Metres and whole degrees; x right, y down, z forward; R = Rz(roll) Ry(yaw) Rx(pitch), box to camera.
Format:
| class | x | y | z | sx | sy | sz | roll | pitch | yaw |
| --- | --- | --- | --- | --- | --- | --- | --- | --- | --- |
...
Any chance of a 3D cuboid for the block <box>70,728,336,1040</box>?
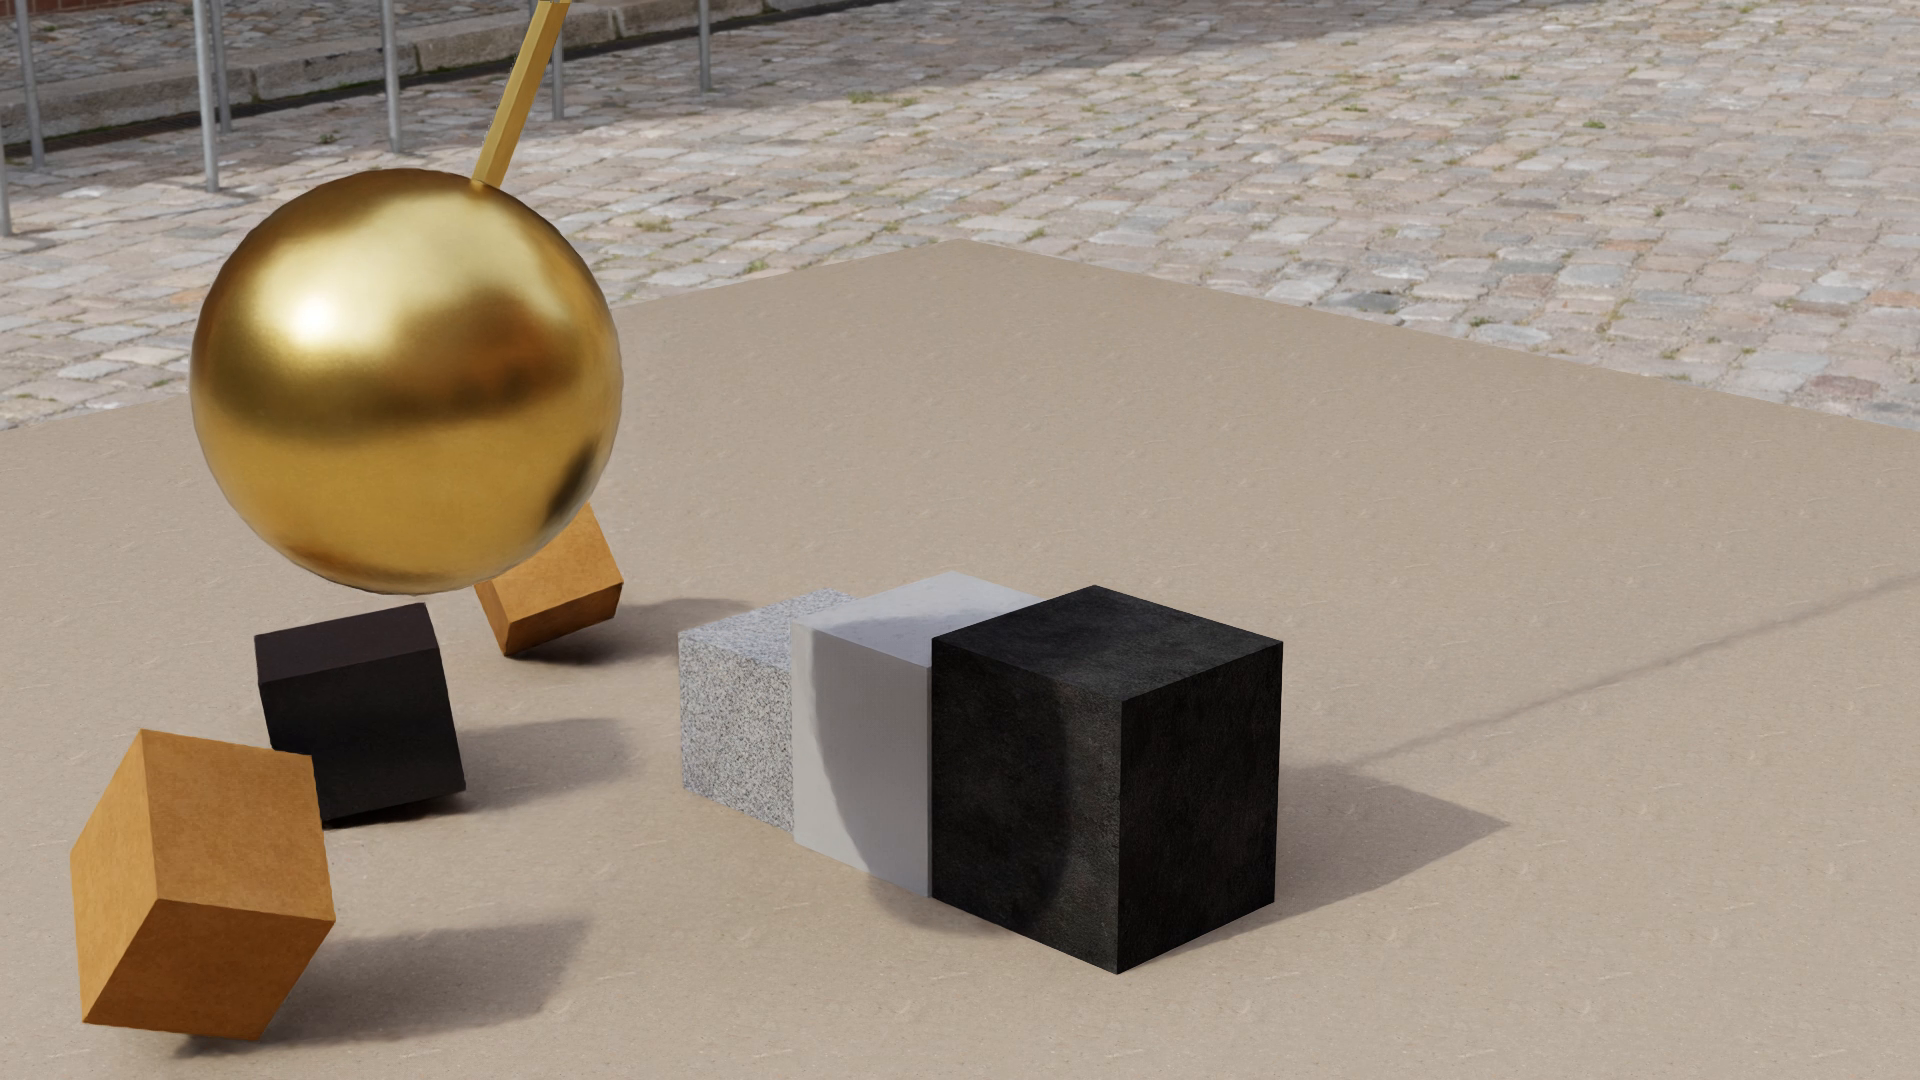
| class | x | y | z | sx | sy | sz | roll | pitch | yaw |
| --- | --- | --- | --- | --- | --- | --- | --- | --- | --- |
| block | -3.037 | 1.383 | 11.708 | 0.718 | 0.807 | 0.842 | 13 | 40 | -33 |

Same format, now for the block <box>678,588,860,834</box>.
| class | x | y | z | sx | sy | sz | roll | pitch | yaw |
| --- | --- | --- | --- | --- | --- | --- | --- | --- | --- |
| block | -0.709 | 0.825 | 14.368 | 0.982 | 0.811 | 0.879 | -17 | 24 | -42 |

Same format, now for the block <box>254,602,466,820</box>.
| class | x | y | z | sx | sy | sz | roll | pitch | yaw |
| --- | --- | --- | --- | --- | --- | --- | --- | --- | --- |
| block | -2.922 | 0.835 | 14.239 | 0.848 | 0.729 | 0.827 | -11 | 17 | -12 |

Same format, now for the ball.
| class | x | y | z | sx | sy | sz | roll | pitch | yaw |
| --- | --- | --- | --- | --- | --- | --- | --- | --- | --- |
| ball | -2.065 | -0.589 | 10.992 | 1.600 | 1.600 | 1.600 | 0 | 17 | 0 |

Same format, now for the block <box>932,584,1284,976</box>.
| class | x | y | z | sx | sy | sz | roll | pitch | yaw |
| --- | --- | --- | --- | --- | --- | --- | --- | --- | --- |
| block | 0.644 | 1.028 | 13.008 | 1.054 | 1.239 | 1.119 | -17 | 24 | -42 |

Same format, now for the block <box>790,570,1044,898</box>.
| class | x | y | z | sx | sy | sz | roll | pitch | yaw |
| --- | --- | --- | --- | --- | --- | --- | --- | --- | --- |
| block | -0.091 | 0.881 | 13.702 | 1.054 | 1.104 | 0.898 | -17 | 24 | -42 |

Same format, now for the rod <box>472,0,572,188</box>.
| class | x | y | z | sx | sy | sz | roll | pitch | yaw |
| --- | --- | --- | --- | --- | --- | --- | --- | --- | --- |
| rod | -0.895 | -3.774 | 11.218 | 0.080 | 5.200 | 0.080 | 17 | -5 | 42 |

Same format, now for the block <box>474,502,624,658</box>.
| class | x | y | z | sx | sy | sz | roll | pitch | yaw |
| --- | --- | --- | --- | --- | --- | --- | --- | --- | --- |
| block | -2.321 | 0.139 | 16.184 | 0.660 | 0.688 | 0.594 | -20 | -15 | -18 |
